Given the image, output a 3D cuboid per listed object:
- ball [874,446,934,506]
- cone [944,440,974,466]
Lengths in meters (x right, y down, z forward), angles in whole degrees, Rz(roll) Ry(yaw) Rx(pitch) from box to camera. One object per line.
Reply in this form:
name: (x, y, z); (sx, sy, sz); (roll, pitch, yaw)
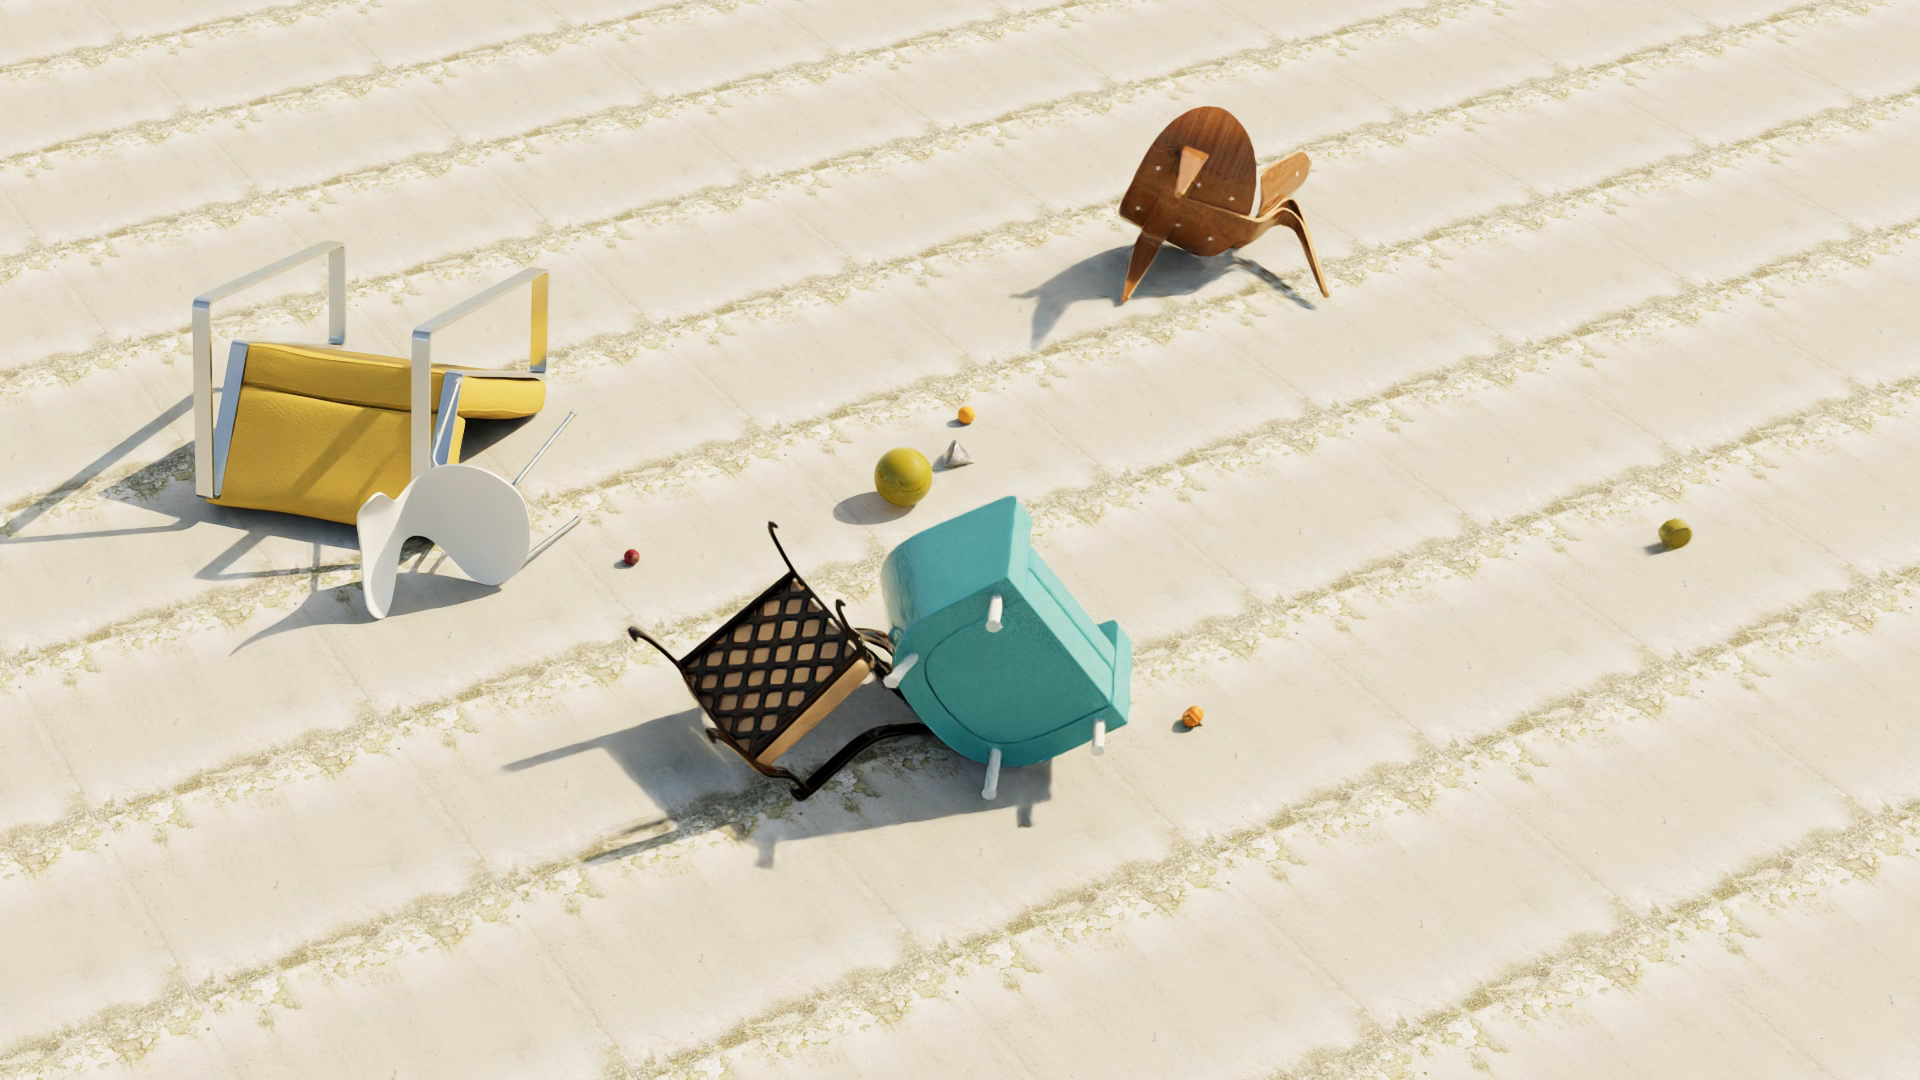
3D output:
ball: (-0.214, -0.240, 11.104); (0.225, 0.225, 0.225); (0, 33, 0)
cone: (0.012, -0.321, 11.389); (0.109, 0.102, 0.133); (22, 29, -13)
